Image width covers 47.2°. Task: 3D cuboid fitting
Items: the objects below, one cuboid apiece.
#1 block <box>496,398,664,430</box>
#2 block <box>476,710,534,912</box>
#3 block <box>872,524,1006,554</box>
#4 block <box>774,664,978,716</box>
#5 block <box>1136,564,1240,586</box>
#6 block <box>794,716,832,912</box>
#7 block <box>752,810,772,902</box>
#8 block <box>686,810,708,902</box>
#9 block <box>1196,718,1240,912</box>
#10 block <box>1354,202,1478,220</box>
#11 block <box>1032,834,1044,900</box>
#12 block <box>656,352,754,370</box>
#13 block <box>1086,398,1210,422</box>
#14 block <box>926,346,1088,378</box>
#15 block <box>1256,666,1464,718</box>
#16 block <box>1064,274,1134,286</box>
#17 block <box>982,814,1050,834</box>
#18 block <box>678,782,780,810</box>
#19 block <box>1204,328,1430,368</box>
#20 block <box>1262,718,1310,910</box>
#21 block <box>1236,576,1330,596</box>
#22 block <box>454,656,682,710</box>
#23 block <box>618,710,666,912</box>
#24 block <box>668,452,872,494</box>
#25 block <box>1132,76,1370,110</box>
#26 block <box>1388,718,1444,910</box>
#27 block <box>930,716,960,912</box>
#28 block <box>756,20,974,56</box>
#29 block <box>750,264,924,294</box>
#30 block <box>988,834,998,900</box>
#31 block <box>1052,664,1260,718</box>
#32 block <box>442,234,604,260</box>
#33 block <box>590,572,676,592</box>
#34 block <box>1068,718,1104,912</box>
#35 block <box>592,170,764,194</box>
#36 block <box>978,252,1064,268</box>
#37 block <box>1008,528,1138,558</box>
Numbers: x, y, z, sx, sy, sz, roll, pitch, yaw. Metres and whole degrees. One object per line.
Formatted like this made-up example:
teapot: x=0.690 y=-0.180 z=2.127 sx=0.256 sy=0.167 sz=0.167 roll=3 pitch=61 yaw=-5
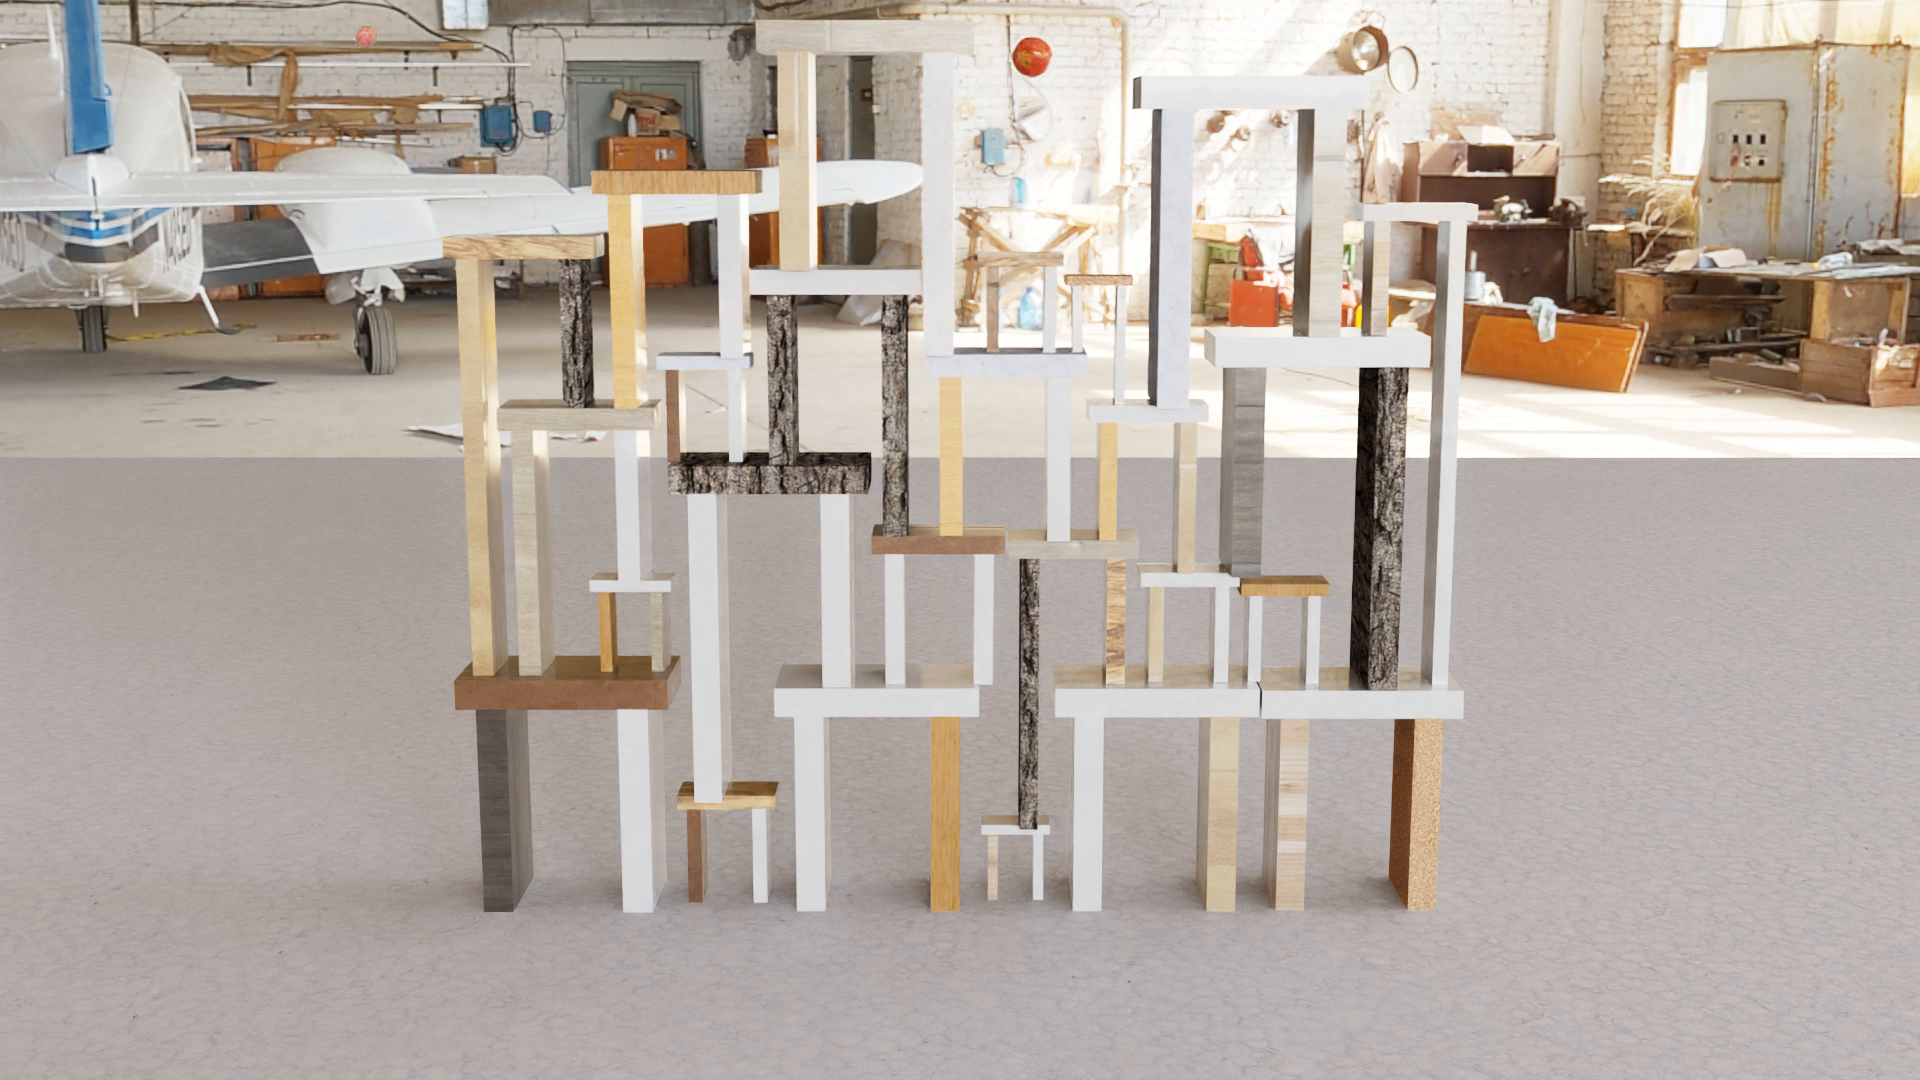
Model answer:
block: x=-0.608 y=-0.201 z=3.530 sx=0.248 sy=0.035 sz=0.124 roll=0 pitch=10 yaw=-2
block: x=-0.751 y=0.424 z=3.634 sx=0.048 sy=0.340 sz=0.170 roll=0 pitch=11 yaw=0
block: x=-0.034 y=-0.001 z=3.554 sx=0.213 sy=0.030 sz=0.107 roll=0 pitch=10 yaw=0
block: x=-0.133 y=0.246 z=3.602 sx=0.328 sy=0.046 sz=0.164 roll=0 pitch=11 yaw=0
block: x=0.369 y=0.057 z=3.568 sx=0.158 sy=0.022 sz=0.079 roll=0 pitch=11 yaw=0
block: x=-0.243 y=0.430 z=3.636 sx=0.046 sy=0.328 sz=0.164 roll=0 pitch=11 yaw=0
block: x=-0.329 y=0.512 z=3.651 sx=0.023 sy=0.160 sz=0.080 roll=0 pitch=11 yaw=0
block: x=-0.436 y=0.512 z=3.651 sx=0.023 sy=0.160 sz=0.080 roll=0 pitch=11 yaw=0
block: x=0.425 y=0.430 z=3.637 sx=0.046 sy=0.327 sz=0.163 roll=0 pitch=11 yaw=0
block: x=0.717 y=-0.517 z=3.465 sx=0.177 sy=0.025 sz=0.089 roll=0 pitch=11 yaw=0
block: x=0.129 y=0.535 z=3.658 sx=0.016 sy=0.113 sz=0.056 roll=0 pitch=11 yaw=0
block: x=-0.406 y=-0.286 z=3.509 sx=0.148 sy=0.021 sz=0.074 roll=0 pitch=10 yaw=0
block: x=0.299 y=-0.207 z=3.518 sx=0.189 sy=0.027 sz=0.094 roll=0 pitch=11 yaw=0
block: x=0.074 y=-0.284 z=3.510 sx=0.253 sy=0.036 sz=0.126 roll=0 pitch=10 yaw=0
block: x=0.646 y=0.250 z=3.607 sx=0.323 sy=0.046 sz=0.162 roll=0 pitch=11 yaw=0
block: x=0.219 y=-0.412 z=3.479 sx=0.105 sy=0.015 sz=0.053 roll=0 pitch=10 yaw=-2
block: x=0.091 y=0.472 z=3.646 sx=0.112 sy=0.016 sz=0.056 roll=0 pitch=11 yaw=0
block: x=-0.382 y=0.422 z=3.635 sx=0.160 sy=0.023 sz=0.080 roll=0 pitch=11 yaw=0
block: x=0.565 y=-0.308 z=3.508 sx=0.335 sy=0.047 sz=0.167 roll=0 pitch=11 yaw=0
block: x=0.538 y=0.431 z=3.641 sx=0.046 sy=0.323 sz=0.162 roll=0 pitch=11 yaw=0
block: x=0.524 y=0.074 z=3.574 sx=0.141 sy=0.020 sz=0.071 roll=0 pitch=11 yaw=0
block: x=-0.638 y=0.233 z=3.598 sx=0.340 sy=0.048 sz=0.170 roll=0 pitch=11 yaw=0
block: x=-0.524 y=0.424 z=3.634 sx=0.048 sy=0.340 sz=0.170 roll=0 pitch=11 yaw=0
block: x=-0.302 y=-0.108 z=3.537 sx=0.314 sy=0.044 sz=0.157 roll=0 pitch=11 yaw=0
block: x=0.450 y=-0.697 z=3.428 sx=0.348 sy=0.049 sz=0.174 roll=0 pitch=11 yaw=0
block: x=0.754 y=0.431 z=3.641 sx=0.046 sy=0.323 sz=0.162 roll=0 pitch=11 yaw=0
block: x=-0.024 y=0.430 z=3.636 sx=0.046 sy=0.328 sz=0.164 roll=0 pitch=11 yaw=0
block: x=-0.145 y=-0.780 z=3.416 sx=0.330 sy=0.047 sz=0.165 roll=0 pitch=10 yaw=0
block: x=-0.193 y=-0.413 z=3.485 sx=0.268 sy=0.038 sz=0.134 roll=0 pitch=10 yaw=0
block: x=0.054 y=0.535 z=3.658 sx=0.016 sy=0.113 sz=0.056 roll=0 pitch=11 yaw=0
block: x=0.316 y=0.247 z=3.603 sx=0.327 sy=0.046 sz=0.163 roll=0 pitch=11 yaw=0
block: x=-0.688 y=-0.464 z=3.475 sx=0.234 sy=0.033 sz=0.117 roll=0 pitch=10 yaw=-1
block: x=-0.532 y=0.069 z=3.583 sx=0.131 sy=0.018 sz=0.065 roll=0 pitch=11 yaw=0
block: x=0.207 y=0.430 z=3.637 sx=0.046 sy=0.327 sz=0.163 roll=0 pitch=11 yaw=0
block: x=-0.442 y=-0.563 z=3.457 sx=0.253 sy=0.036 sz=0.126 roll=0 pitch=10 yaw=1
block: x=0.096 y=-0.443 z=3.473 sx=0.135 sy=0.019 sz=0.068 roll=0 pitch=11 yaw=1
block: x=0.182 y=0.006 z=3.560 sx=0.207 sy=0.029 sz=0.104 roll=0 pitch=11 yaw=0
